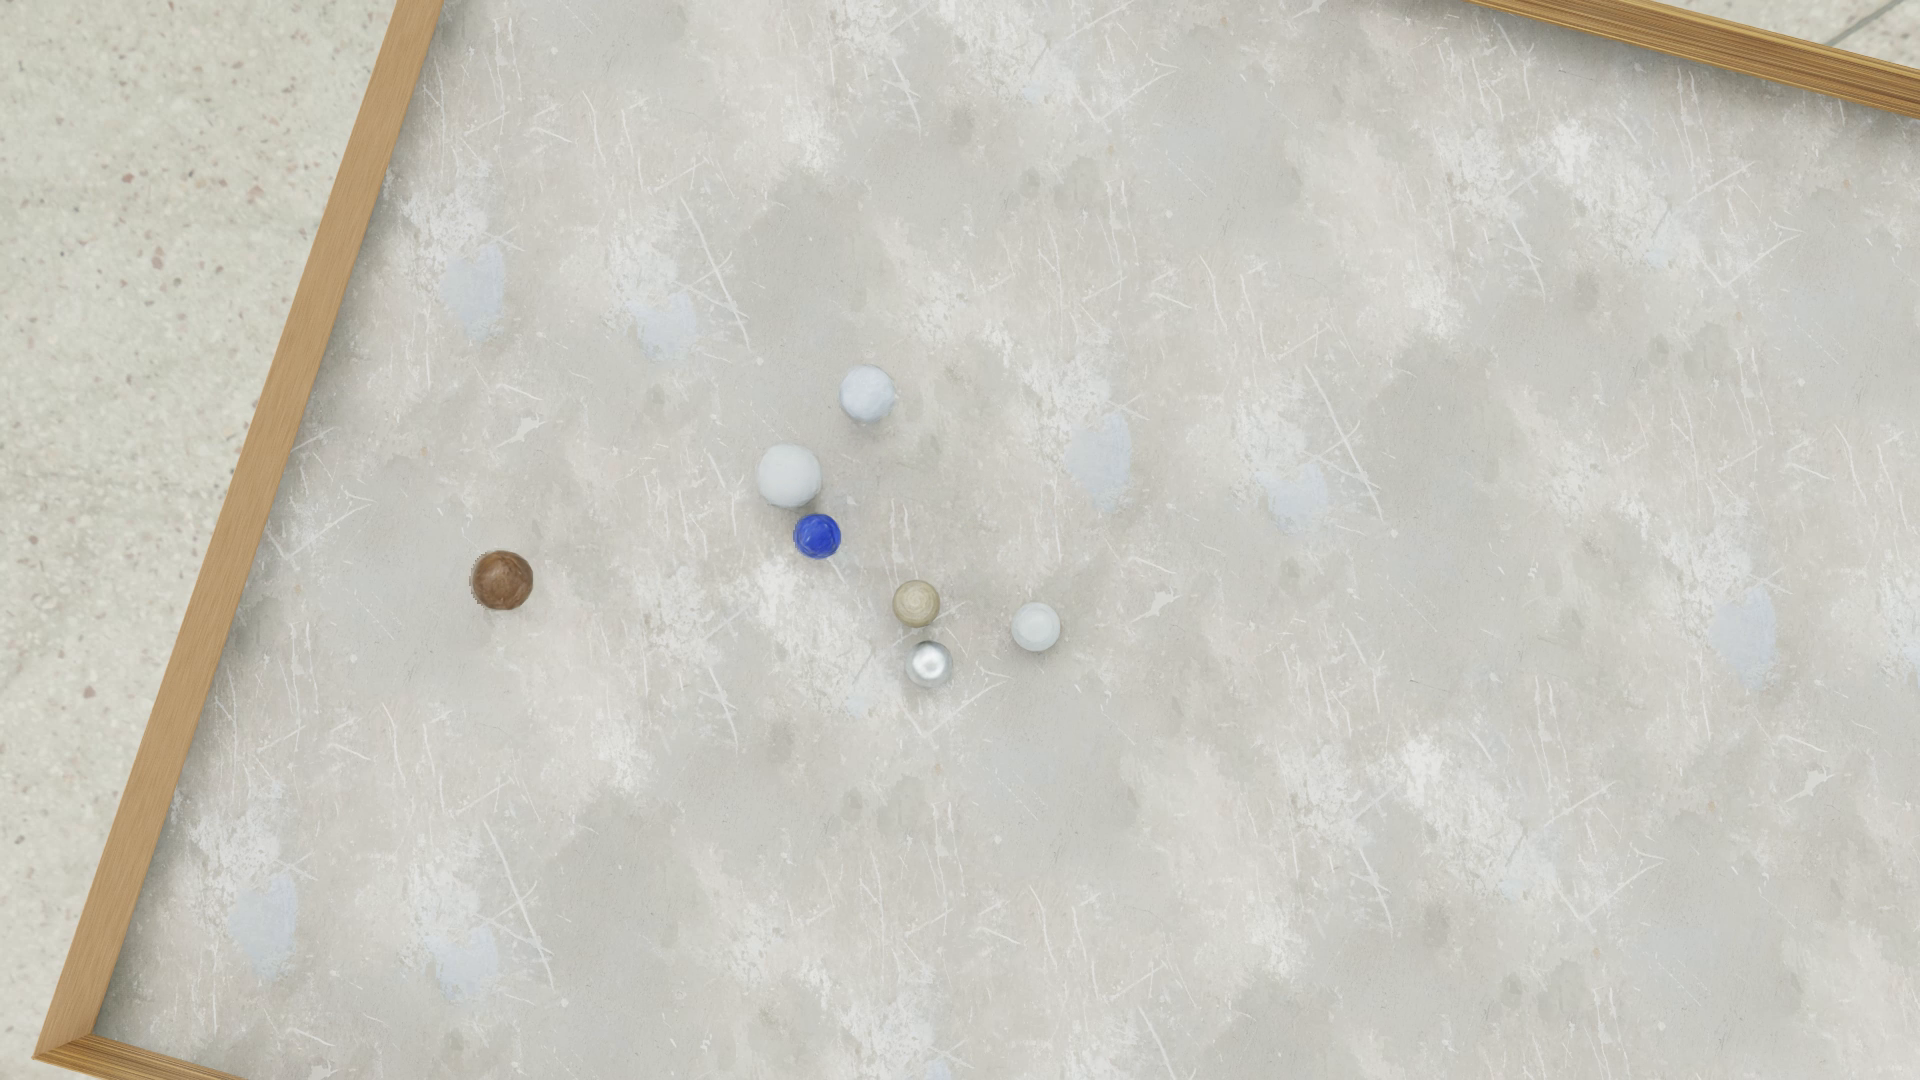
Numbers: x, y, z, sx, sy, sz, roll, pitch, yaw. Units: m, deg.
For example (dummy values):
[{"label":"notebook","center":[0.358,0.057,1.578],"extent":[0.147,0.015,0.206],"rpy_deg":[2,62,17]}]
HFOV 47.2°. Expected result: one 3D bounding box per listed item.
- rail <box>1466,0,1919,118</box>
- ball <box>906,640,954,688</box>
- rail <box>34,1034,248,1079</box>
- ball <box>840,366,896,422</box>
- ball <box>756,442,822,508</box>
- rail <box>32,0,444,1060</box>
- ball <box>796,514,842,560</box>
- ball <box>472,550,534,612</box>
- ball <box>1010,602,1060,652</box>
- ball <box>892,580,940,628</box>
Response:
[{"label":"rail","center":[1.287,-0.720,3.387],"extent":[4.177,0.128,0.045],"rpy_deg":[15,80,3]},{"label":"ball","center":[-0.046,0.184,3.253],"extent":[0.071,0.071,0.071],"rpy_deg":[0,80,0]},{"label":"rail","center":[0.725,1.263,3.027],"extent":[4.177,0.128,0.045],"rpy_deg":[15,80,3]},{"label":"ball","center":[-0.139,-0.220,3.319],"extent":[0.086,0.086,0.086],"rpy_deg":[0,80,0]},{"label":"ball","center":[-0.255,-0.097,3.290],"extent":[0.099,0.099,0.099],"rpy_deg":[0,80,0]},{"label":"rail","center":[-0.983,-0.274,3.306],"extent":[0.045,0.128,2.140],"rpy_deg":[15,80,3]},{"label":"ball","center":[-0.212,-0.005,3.288],"extent":[0.068,0.068,0.068],"rpy_deg":[0,80,0]},{"label":"ball","center":[-0.679,0.060,3.265],"extent":[0.090,0.090,0.090],"rpy_deg":[0,80,0]},{"label":"ball","center":[0.112,0.129,3.261],"extent":[0.074,0.074,0.074],"rpy_deg":[0,80,0]},{"label":"ball","center":[-0.065,0.095,3.268],"extent":[0.072,0.072,0.072],"rpy_deg":[0,80,0]}]
